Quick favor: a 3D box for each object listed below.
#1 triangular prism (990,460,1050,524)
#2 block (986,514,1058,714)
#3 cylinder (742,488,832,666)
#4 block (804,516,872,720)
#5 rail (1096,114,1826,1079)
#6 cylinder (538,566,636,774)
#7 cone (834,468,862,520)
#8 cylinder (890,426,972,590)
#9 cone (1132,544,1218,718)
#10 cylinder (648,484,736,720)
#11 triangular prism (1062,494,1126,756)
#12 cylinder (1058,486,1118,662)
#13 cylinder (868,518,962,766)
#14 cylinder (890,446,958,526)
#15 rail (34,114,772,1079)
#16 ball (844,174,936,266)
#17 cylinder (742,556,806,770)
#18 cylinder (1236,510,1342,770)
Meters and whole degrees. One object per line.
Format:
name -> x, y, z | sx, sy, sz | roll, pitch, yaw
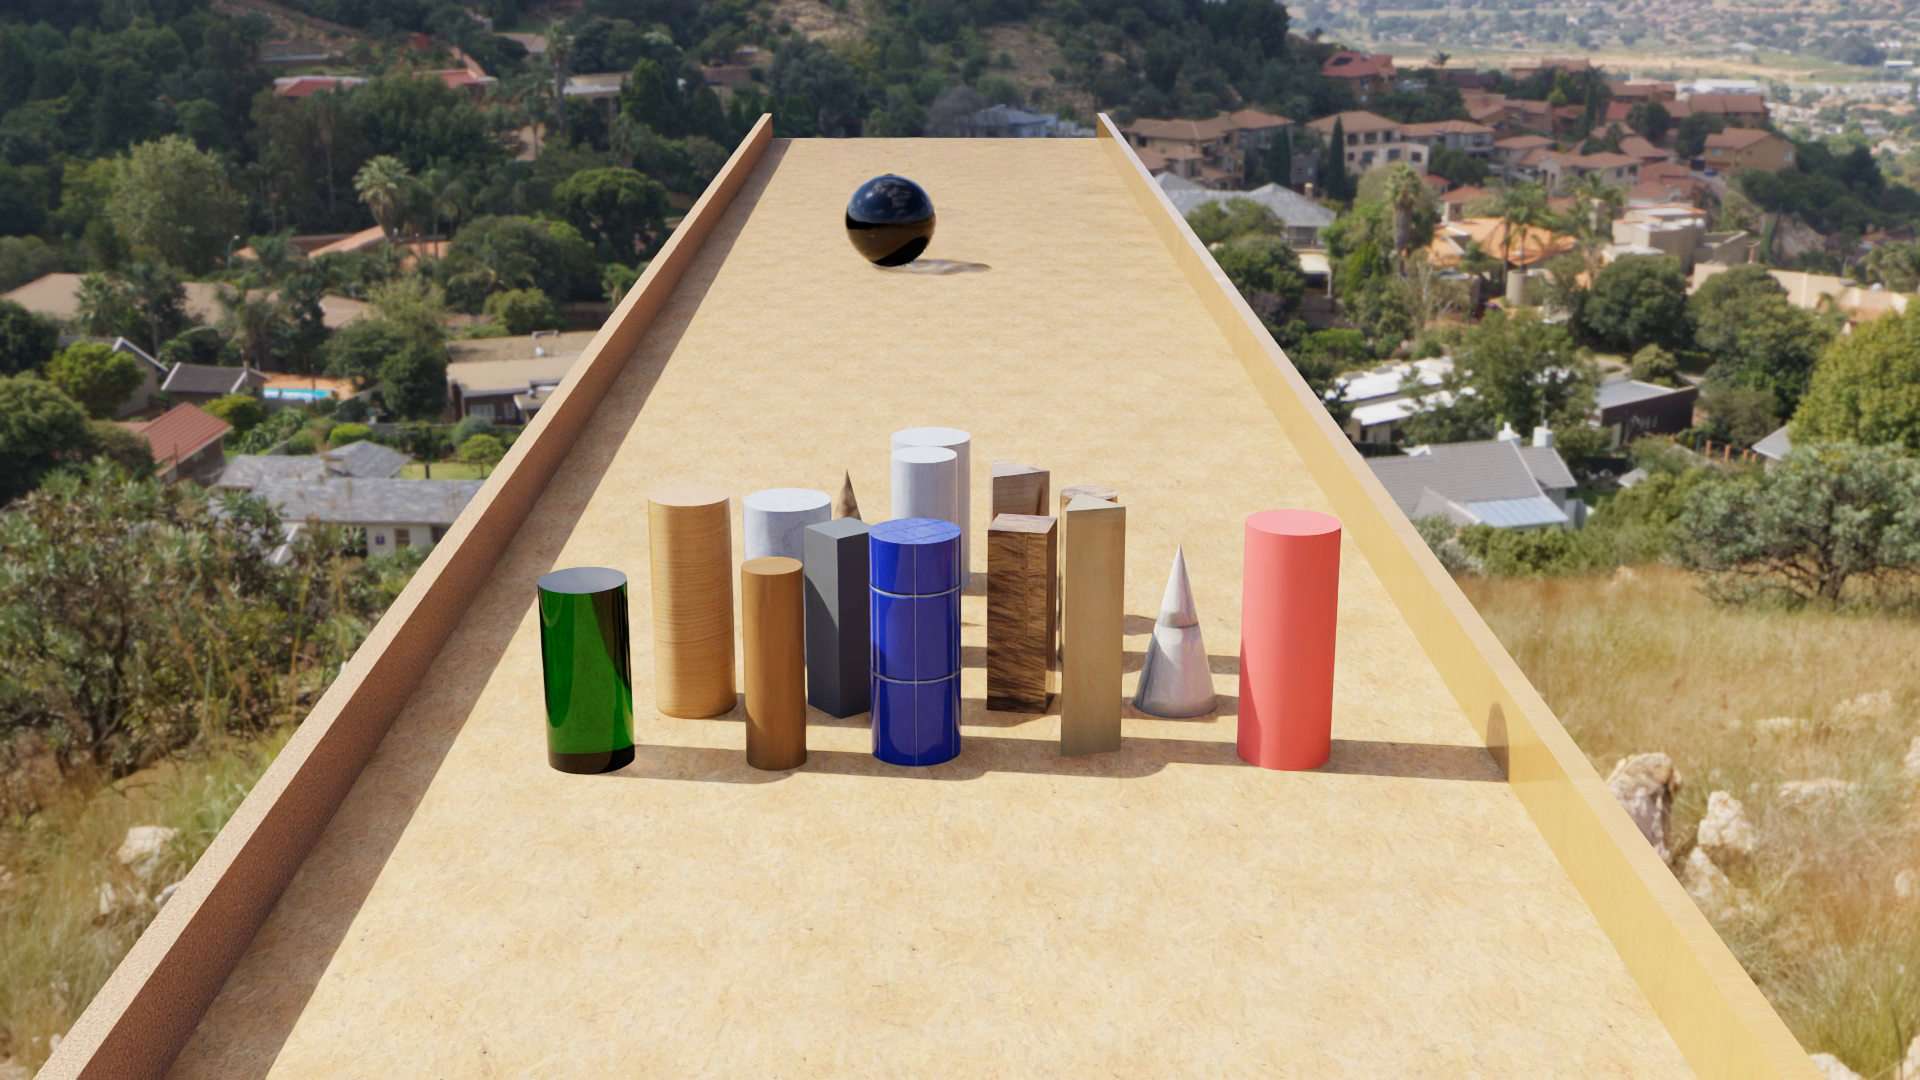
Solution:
triangular prism -> 0.102, 0.005, 4.632 | 0.135, 0.329, 0.117 | -7, 18, -23
block -> 0.117, 0.139, 4.138 | 0.111, 0.355, 0.111 | 4, 17, 12
cylinder -> -0.344, 0.073, 4.418 | 0.175, 0.321, 0.175 | 0, 17, 0
block -> -0.216, 0.145, 4.123 | 0.105, 0.351, 0.105 | -13, 21, -37
rail -> 0.932, -0.844, 7.801 | 0.050, 0.150, 12.000 | 0, 17, -1
cylinder -> -0.657, 0.229, 3.873 | 0.155, 0.333, 0.155 | 0, 17, 0
cone -> -0.235, 0.009, 4.615 | 0.177, 0.333, 0.177 | 0, 17, 0
cylinder -> -0.063, -0.066, 4.863 | 0.176, 0.335, 0.176 | 0, 17, 0
cone -> 0.409, 0.156, 4.138 | 0.162, 0.321, 0.162 | 0, 17, 0
cylinder -> -0.500, 0.115, 4.116 | 0.152, 0.413, 0.152 | 0, 17, 0
triangular prism -> 0.223, 0.150, 3.921 | 0.112, 0.456, 0.097 | -4, 17, -14
cylinder -> 0.254, 0.073, 4.377 | 0.113, 0.345, 0.113 | 0, 17, 0
cylinder -> -0.079, 0.181, 3.899 | 0.162, 0.410, 0.162 | 0, 17, 0
cylinder -> -0.071, 0.032, 4.389 | 0.131, 0.417, 0.131 | 0, 17, 0
rail -> -1.118, -0.838, 7.780 | 0.050, 0.150, 12.000 | 0, 17, -1
ball -> -0.283, -1.299, 8.940 | 0.373, 0.373, 0.373 | 0, 17, 0
cylinder -> -0.326, 0.217, 3.863 | 0.107, 0.361, 0.107 | 0, 17, 0
cylinder -> 0.579, 0.175, 3.881 | 0.166, 0.431, 0.166 | 0, 17, 0
